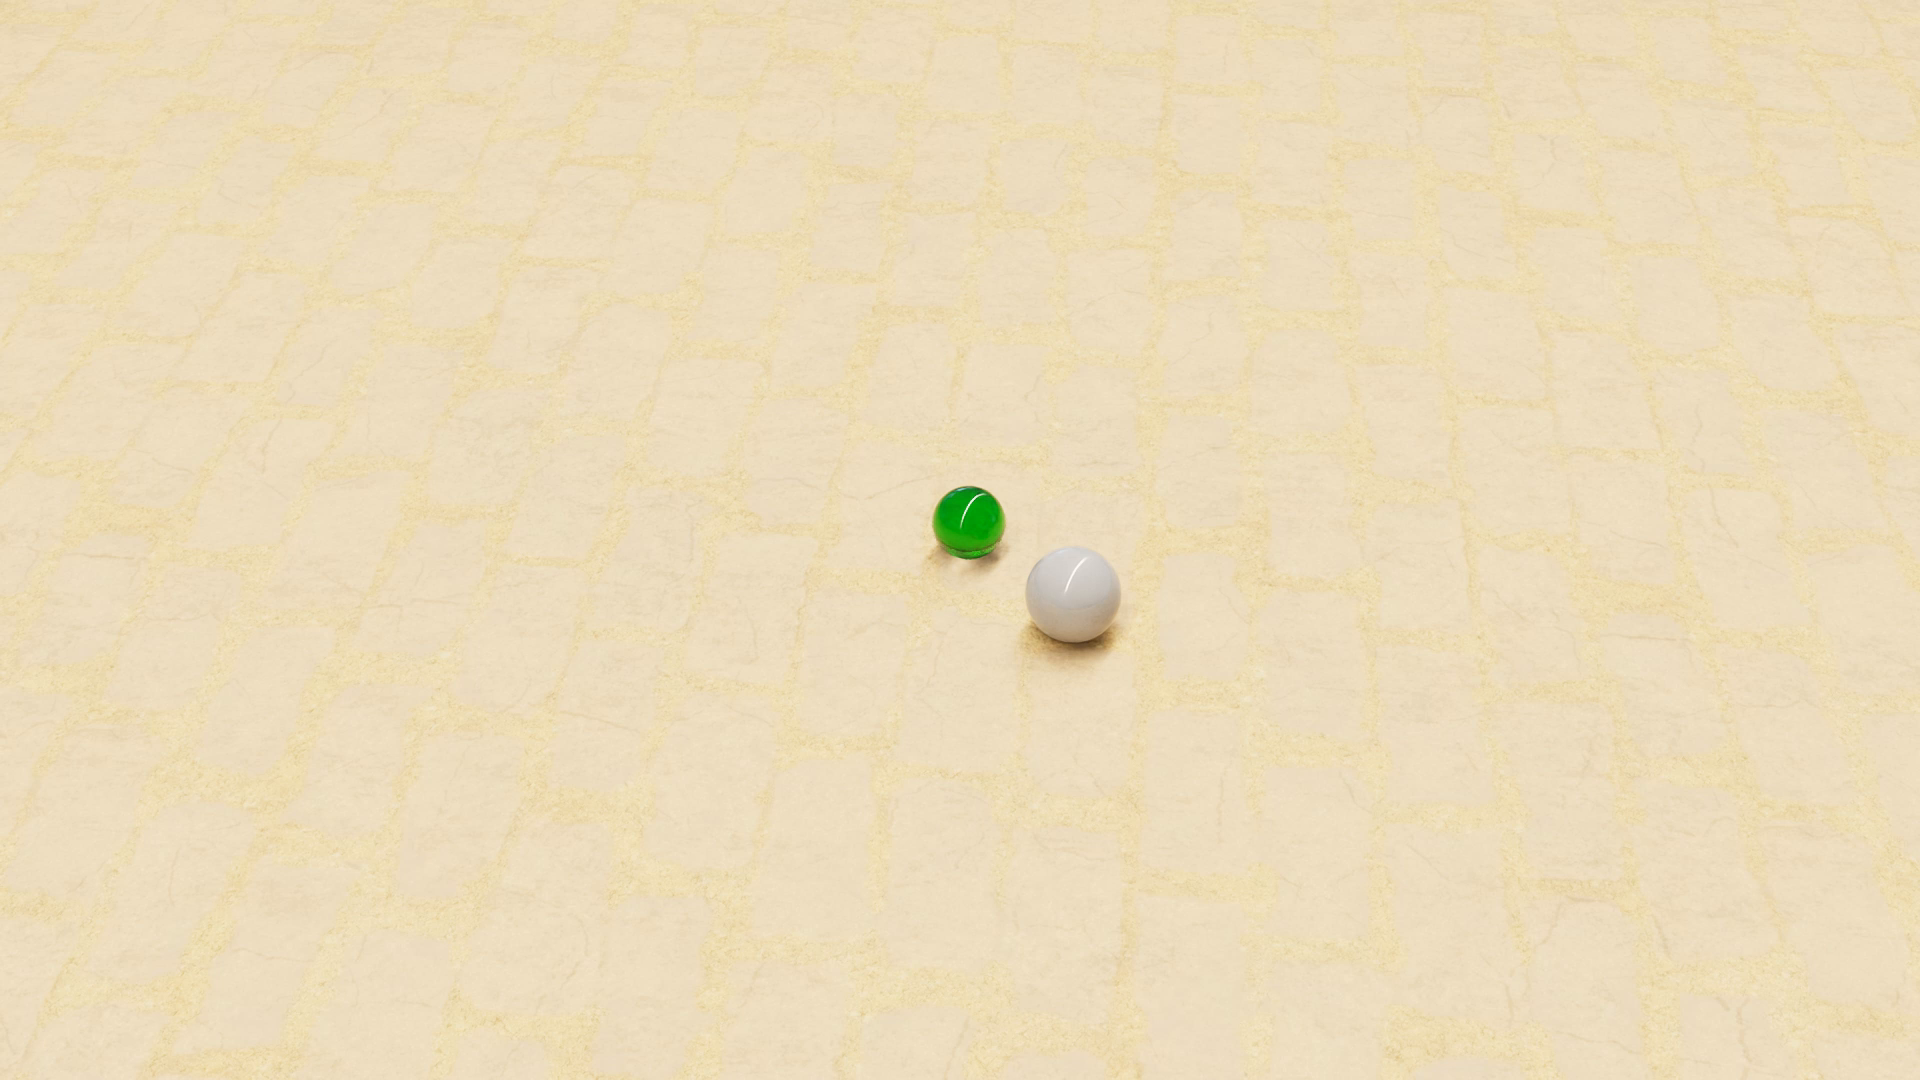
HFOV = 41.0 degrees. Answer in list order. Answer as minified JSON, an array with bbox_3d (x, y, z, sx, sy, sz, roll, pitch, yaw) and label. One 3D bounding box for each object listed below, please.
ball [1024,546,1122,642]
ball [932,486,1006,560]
[{"bbox_3d":[0.071,0.034,1.609,0.061,0.061,0.061,0,36,0],"label":"ball"},{"bbox_3d":[0.006,-0.012,1.681,0.049,0.049,0.049,0,36,0],"label":"ball"}]
